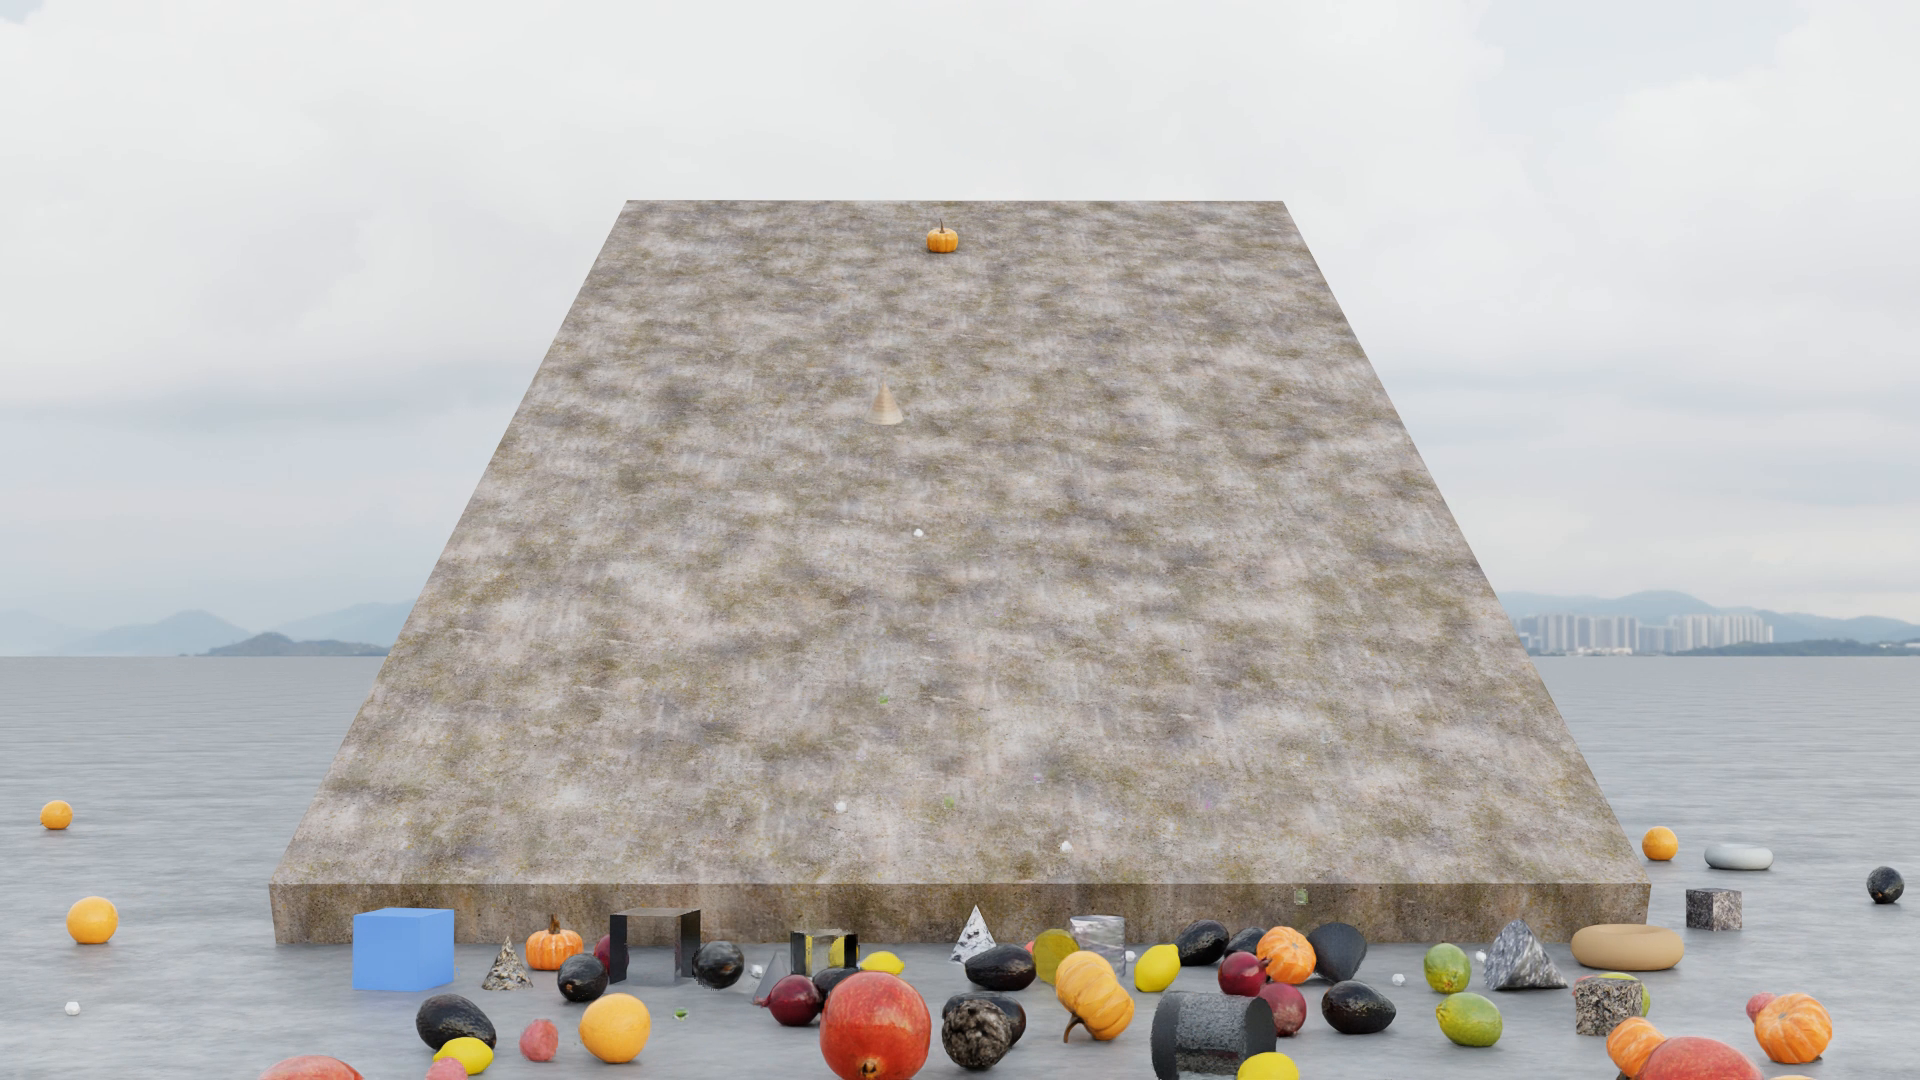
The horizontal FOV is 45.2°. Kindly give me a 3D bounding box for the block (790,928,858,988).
[{"bbox_3d":[-0.175,0.538,2.970,0.064,0.064,0.064,1,-3,-29],"label":"block"}]

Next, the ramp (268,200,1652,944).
[{"bbox_3d":[-0.007,-0.223,5.198,2.000,0.100,4.000,0,23,0],"label":"ramp"}]

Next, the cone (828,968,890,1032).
[{"bbox_3d":[-0.131,0.537,2.626,0.076,0.076,0.076,2,-30,-30],"label":"cone"}]

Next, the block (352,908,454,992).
[{"bbox_3d":[-0.711,0.523,2.947,0.092,0.092,0.092,-1,-3,15],"label":"block"}]

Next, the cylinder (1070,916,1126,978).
[{"bbox_3d":[0.182,0.537,3.045,0.073,0.073,0.073,0,-3,0],"label":"cylinder"}]

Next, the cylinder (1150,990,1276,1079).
[{"bbox_3d":[0.248,0.490,2.251,0.092,0.092,0.092,-2,-3,30],"label":"cylinder"}]

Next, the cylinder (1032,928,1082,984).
[{"bbox_3d":[0.125,0.539,2.984,0.064,0.064,0.064,0,-3,2],"label":"cylinder"}]

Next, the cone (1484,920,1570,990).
[{"bbox_3d":[0.732,0.546,2.919,0.097,0.097,0.097,27,-6,-6],"label":"cone"}]

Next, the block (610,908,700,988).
[{"bbox_3d":[-0.394,0.526,2.979,0.089,0.089,0.089,-1,-3,15],"label":"block"}]

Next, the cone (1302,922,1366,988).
[{"bbox_3d":[0.486,0.550,2.952,0.085,0.085,0.085,0,24,-2],"label":"cone"}]

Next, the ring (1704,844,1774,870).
[{"bbox_3d":[1.530,0.623,4.528,0.130,0.043,0.130,0,-1,0],"label":"ring"}]

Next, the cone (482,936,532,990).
[{"bbox_3d":[-0.575,0.535,2.930,0.065,0.065,0.065,0,-3,0],"label":"cone"}]

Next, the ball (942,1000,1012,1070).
[{"bbox_3d":[0.017,0.505,2.353,0.071,0.071,0.071,0,-3,0],"label":"ball"}]

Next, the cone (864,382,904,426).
[{"bbox_3d":[-0.170,-0.312,5.160,0.092,0.092,0.092,0,23,0],"label":"cone"}]

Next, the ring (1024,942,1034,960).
[{"bbox_3d":[0.130,0.566,3.166,0.083,0.028,0.083,1,-3,0],"label":"ring"}]

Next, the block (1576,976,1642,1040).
[{"bbox_3d":[0.726,0.523,2.577,0.057,0.057,0.057,-2,-3,33],"label":"block"}]

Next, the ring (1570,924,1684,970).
[{"bbox_3d":[0.906,0.553,3.130,0.149,0.050,0.149,-1,-2,0],"label":"ring"}]

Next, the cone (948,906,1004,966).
[{"bbox_3d":[0.022,0.541,3.172,0.077,0.077,0.077,0,-3,0],"label":"cone"}]

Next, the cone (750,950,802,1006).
[{"bbox_3d":[-0.223,0.530,2.798,0.064,0.064,0.064,0,-3,0],"label":"cone"}]

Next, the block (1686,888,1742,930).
[{"bbox_3d":[1.162,0.569,3.551,0.058,0.058,0.058,1,-3,-26],"label":"block"}]
